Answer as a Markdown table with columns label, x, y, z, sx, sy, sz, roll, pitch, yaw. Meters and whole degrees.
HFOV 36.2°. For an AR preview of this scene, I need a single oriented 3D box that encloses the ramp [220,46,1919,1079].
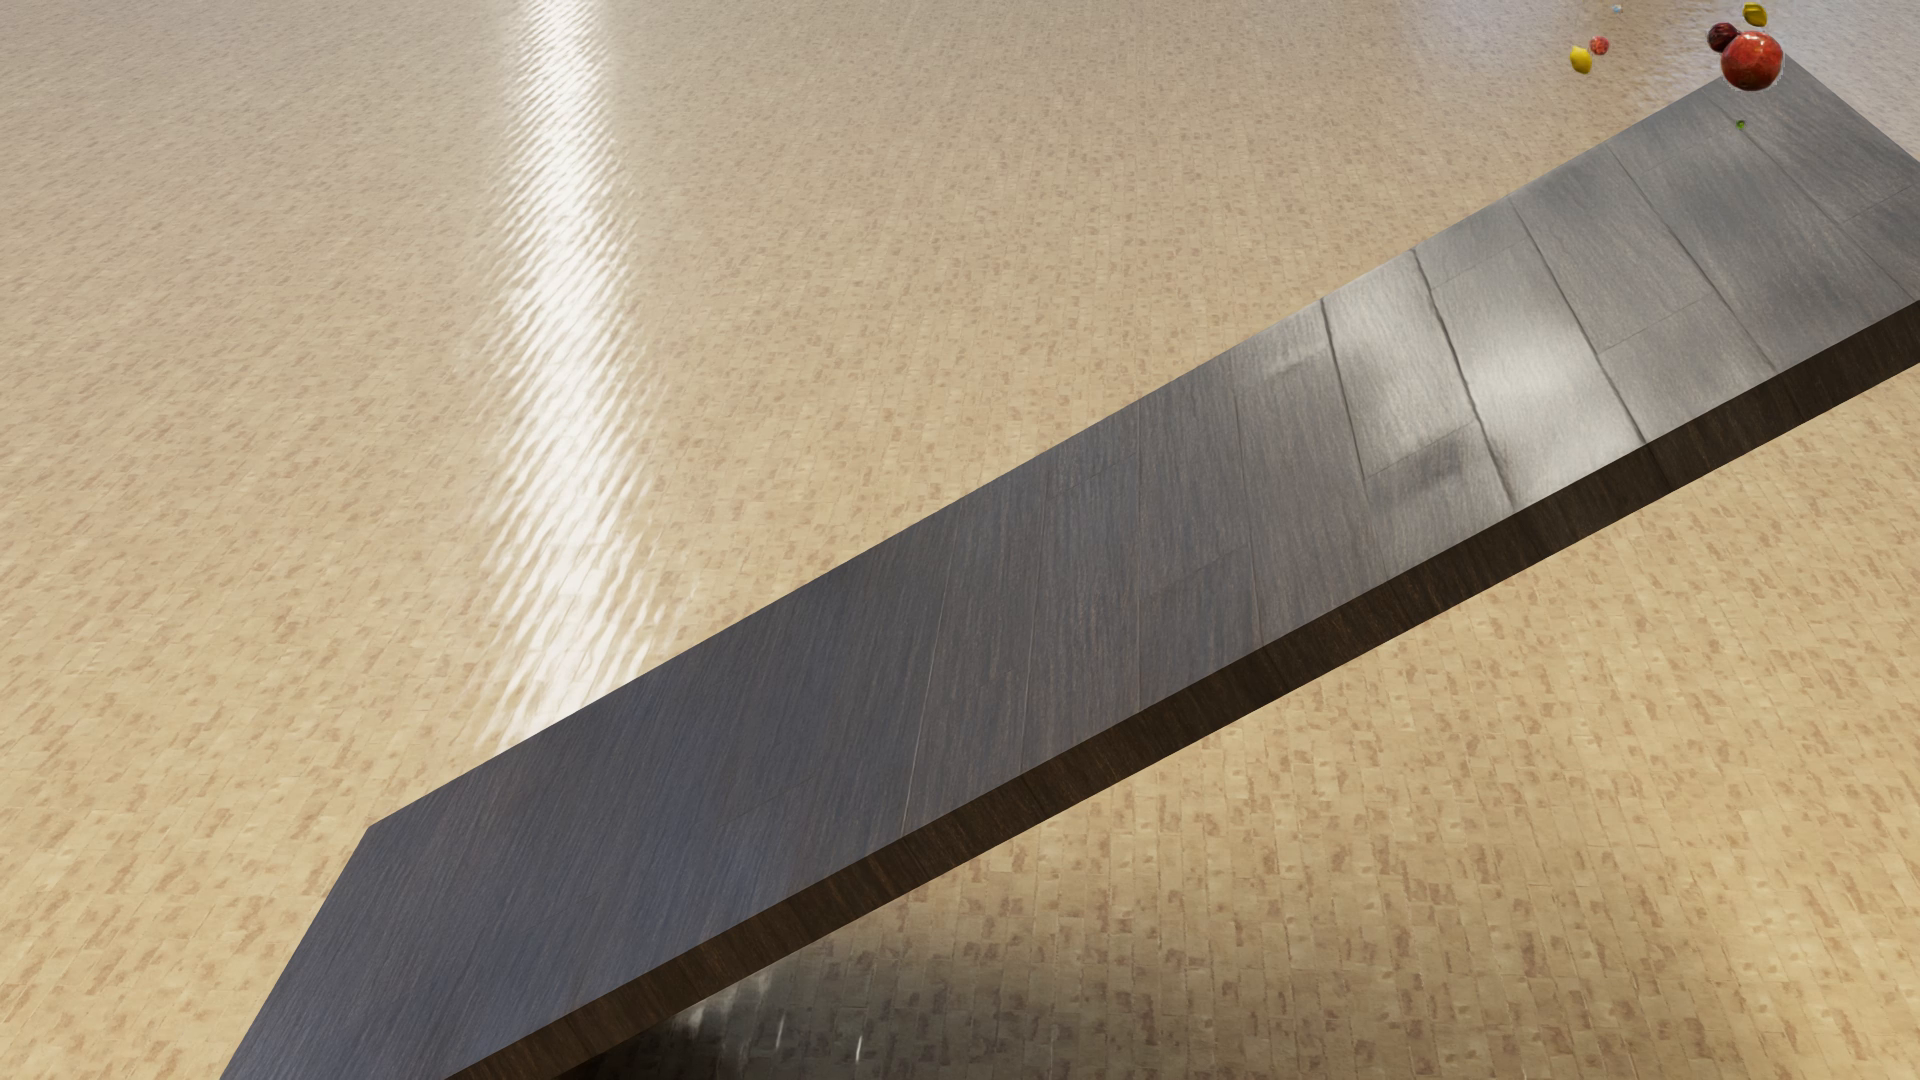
| label | x | y | z | sx | sy | sz | roll | pitch | yaw |
| --- | --- | --- | --- | --- | --- | --- | --- | --- | --- |
| ramp | 0.142 | 0.168 | 6.287 | 4.000 | 0.100 | 2.000 | -29 | 15 | 12 |
